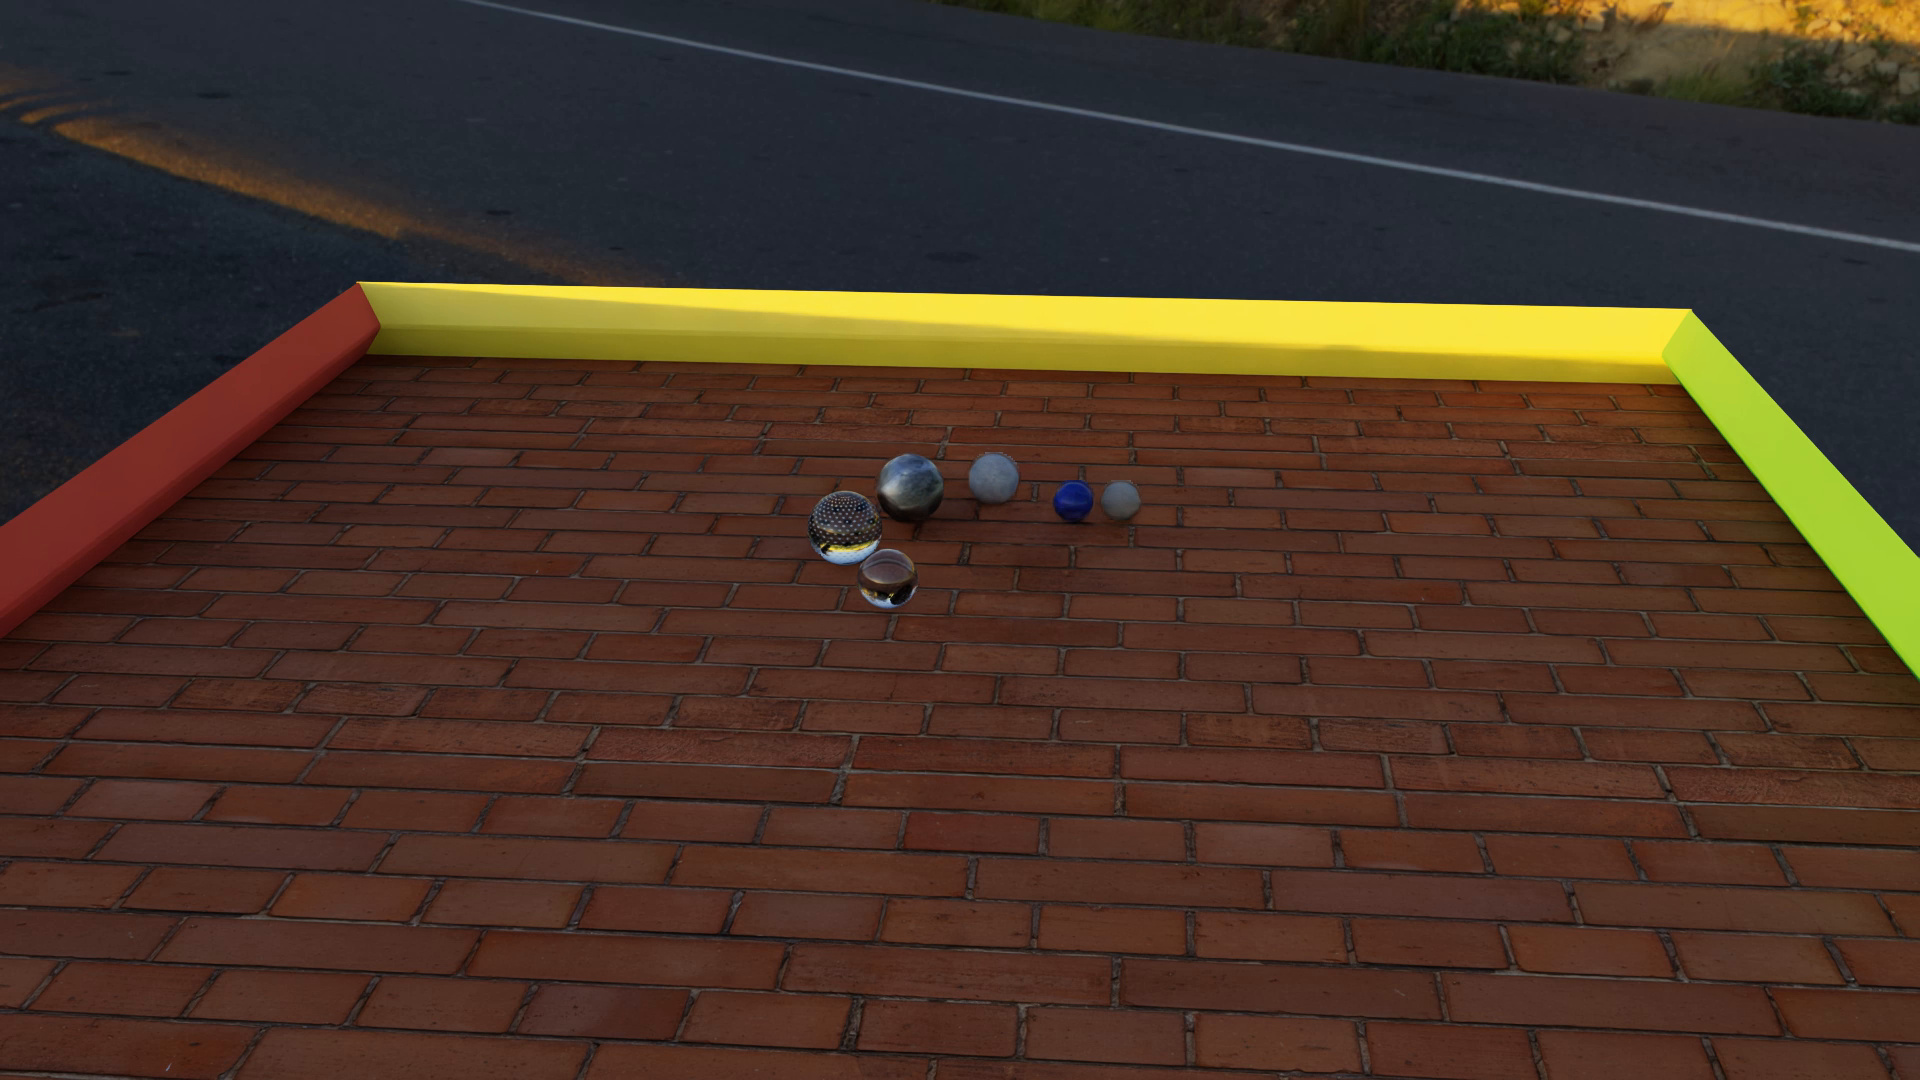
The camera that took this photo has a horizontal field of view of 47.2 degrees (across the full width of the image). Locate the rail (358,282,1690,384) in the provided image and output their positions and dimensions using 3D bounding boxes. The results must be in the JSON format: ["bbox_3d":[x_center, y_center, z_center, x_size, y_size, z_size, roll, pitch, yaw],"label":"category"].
[{"bbox_3d":[0.070,-0.304,3.277,1.992,0.112,0.045,2,20,5],"label":"rail"}]

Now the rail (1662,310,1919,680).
[{"bbox_3d":[0.897,0.296,1.641,0.045,0.112,3.378,2,20,5],"label":"rail"}]

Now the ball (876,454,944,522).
[{"bbox_3d":[-0.061,-0.062,2.662,0.083,0.083,0.083,0,20,0],"label":"ball"}]

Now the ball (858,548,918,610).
[{"bbox_3d":[-0.079,0.042,2.403,0.066,0.066,0.066,0,20,0],"label":"ball"}]

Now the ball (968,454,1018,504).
[{"bbox_3d":[0.041,-0.075,2.728,0.062,0.062,0.062,0,20,0],"label":"ball"}]

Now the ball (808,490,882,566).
[{"bbox_3d":[-0.132,-0.014,2.526,0.086,0.086,0.086,0,20,0],"label":"ball"}]

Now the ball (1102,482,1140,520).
[{"bbox_3d":[0.196,-0.047,2.674,0.047,0.047,0.047,0,20,0],"label":"ball"}]

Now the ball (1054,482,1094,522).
[{"bbox_3d":[0.138,-0.046,2.669,0.048,0.048,0.048,0,20,0],"label":"ball"}]

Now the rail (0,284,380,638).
[{"bbox_3d":[-1.041,0.239,1.797,0.045,0.112,3.378,2,20,5],"label":"rail"}]
